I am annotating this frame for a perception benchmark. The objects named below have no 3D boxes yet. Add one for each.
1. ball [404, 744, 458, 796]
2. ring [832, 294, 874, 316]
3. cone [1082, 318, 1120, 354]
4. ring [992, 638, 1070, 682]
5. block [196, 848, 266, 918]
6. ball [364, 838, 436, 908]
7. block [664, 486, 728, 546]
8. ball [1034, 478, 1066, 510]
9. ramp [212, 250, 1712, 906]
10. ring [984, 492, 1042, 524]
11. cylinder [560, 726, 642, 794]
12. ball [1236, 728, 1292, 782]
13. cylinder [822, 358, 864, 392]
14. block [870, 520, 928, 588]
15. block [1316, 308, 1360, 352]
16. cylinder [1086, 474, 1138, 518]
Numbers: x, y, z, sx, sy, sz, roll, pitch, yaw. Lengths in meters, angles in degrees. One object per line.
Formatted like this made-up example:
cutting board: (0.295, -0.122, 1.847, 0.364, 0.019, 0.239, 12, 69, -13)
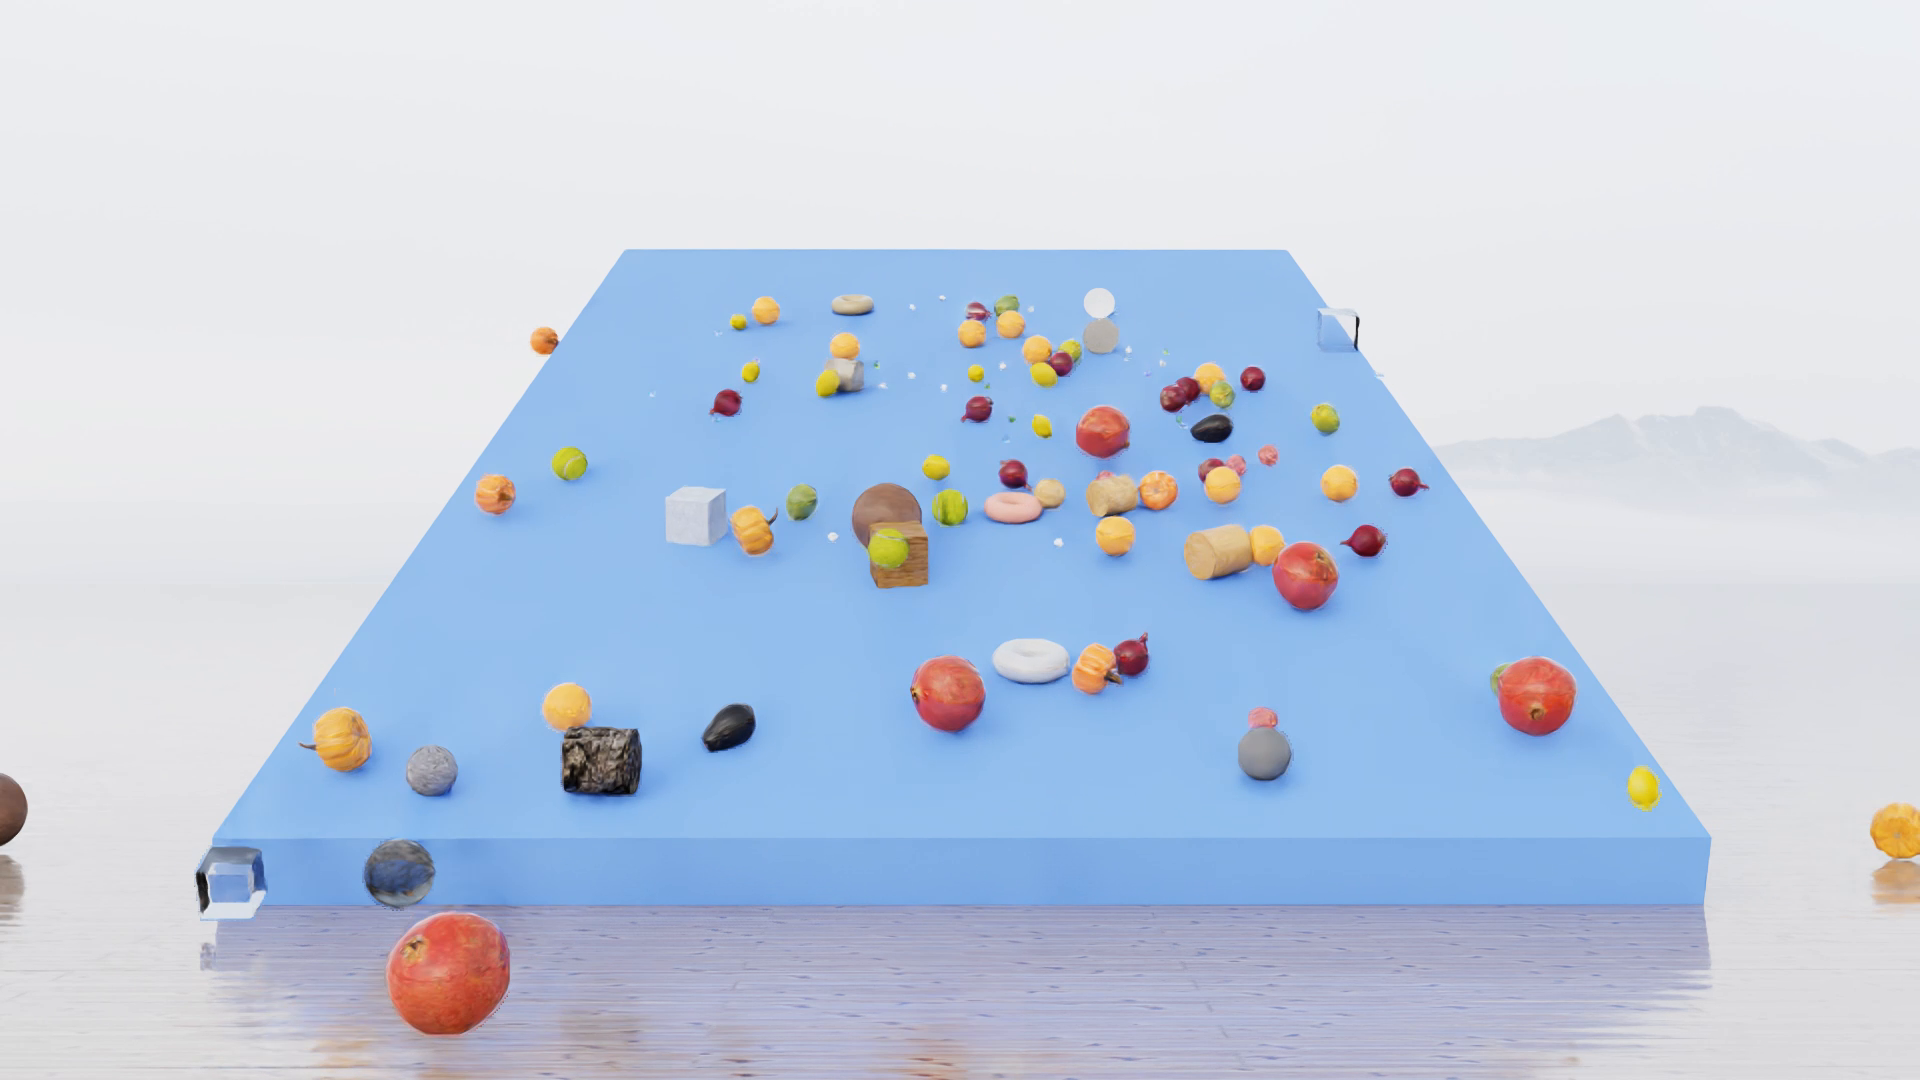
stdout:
ball: (-0.732, 0.320, 3.109, 0.071, 0.071, 0.071, 0, -1, 0)
ring: (-0.286, -0.625, 5.973, 0.116, 0.039, 0.116, -1, 19, 0)
cone: (0.357, -0.495, 5.584, 0.091, 0.091, 0.091, 0, -9, 11)
ring: (0.113, 0.190, 3.546, 0.123, 0.041, 0.123, 1, 19, 0)
block: (-0.917, 0.431, 2.827, 0.064, 0.064, 0.064, 0, 23, -1)
ball: (-0.704, 0.418, 2.820, 0.087, 0.087, 0.087, 0, -1, 0)
block: (-0.489, -0.045, 4.172, 0.085, 0.085, 0.085, 6, 19, 17)
ball: (0.173, -0.089, 4.324, 0.061, 0.061, 0.061, 0, -1, 0)
ramp: (-0.004, -0.193, 4.905, 2.000, 0.100, 4.000, 0, 19, 0)
ring: (0.102, -0.062, 4.299, 0.112, 0.037, 0.112, 2, 20, -1)
cylinder: (-0.497, 0.306, 3.116, 0.092, 0.092, 0.092, 1, -1, 5)
ball: (0.428, 0.301, 3.161, 0.076, 0.076, 0.076, 0, -1, 0)
cylinder: (-0.268, -0.380, 5.187, 0.074, 0.074, 0.074, 7, 1, 20)
block: (-0.108, 0.025, 3.957, 0.090, 0.090, 0.090, -4, 19, -11)
block: (0.940, -0.523, 5.590, 0.091, 0.091, 0.091, 1, 19, 1)
cylinder: (0.292, -0.084, 4.314, 0.071, 0.071, 0.071, -12, 5, -31)
